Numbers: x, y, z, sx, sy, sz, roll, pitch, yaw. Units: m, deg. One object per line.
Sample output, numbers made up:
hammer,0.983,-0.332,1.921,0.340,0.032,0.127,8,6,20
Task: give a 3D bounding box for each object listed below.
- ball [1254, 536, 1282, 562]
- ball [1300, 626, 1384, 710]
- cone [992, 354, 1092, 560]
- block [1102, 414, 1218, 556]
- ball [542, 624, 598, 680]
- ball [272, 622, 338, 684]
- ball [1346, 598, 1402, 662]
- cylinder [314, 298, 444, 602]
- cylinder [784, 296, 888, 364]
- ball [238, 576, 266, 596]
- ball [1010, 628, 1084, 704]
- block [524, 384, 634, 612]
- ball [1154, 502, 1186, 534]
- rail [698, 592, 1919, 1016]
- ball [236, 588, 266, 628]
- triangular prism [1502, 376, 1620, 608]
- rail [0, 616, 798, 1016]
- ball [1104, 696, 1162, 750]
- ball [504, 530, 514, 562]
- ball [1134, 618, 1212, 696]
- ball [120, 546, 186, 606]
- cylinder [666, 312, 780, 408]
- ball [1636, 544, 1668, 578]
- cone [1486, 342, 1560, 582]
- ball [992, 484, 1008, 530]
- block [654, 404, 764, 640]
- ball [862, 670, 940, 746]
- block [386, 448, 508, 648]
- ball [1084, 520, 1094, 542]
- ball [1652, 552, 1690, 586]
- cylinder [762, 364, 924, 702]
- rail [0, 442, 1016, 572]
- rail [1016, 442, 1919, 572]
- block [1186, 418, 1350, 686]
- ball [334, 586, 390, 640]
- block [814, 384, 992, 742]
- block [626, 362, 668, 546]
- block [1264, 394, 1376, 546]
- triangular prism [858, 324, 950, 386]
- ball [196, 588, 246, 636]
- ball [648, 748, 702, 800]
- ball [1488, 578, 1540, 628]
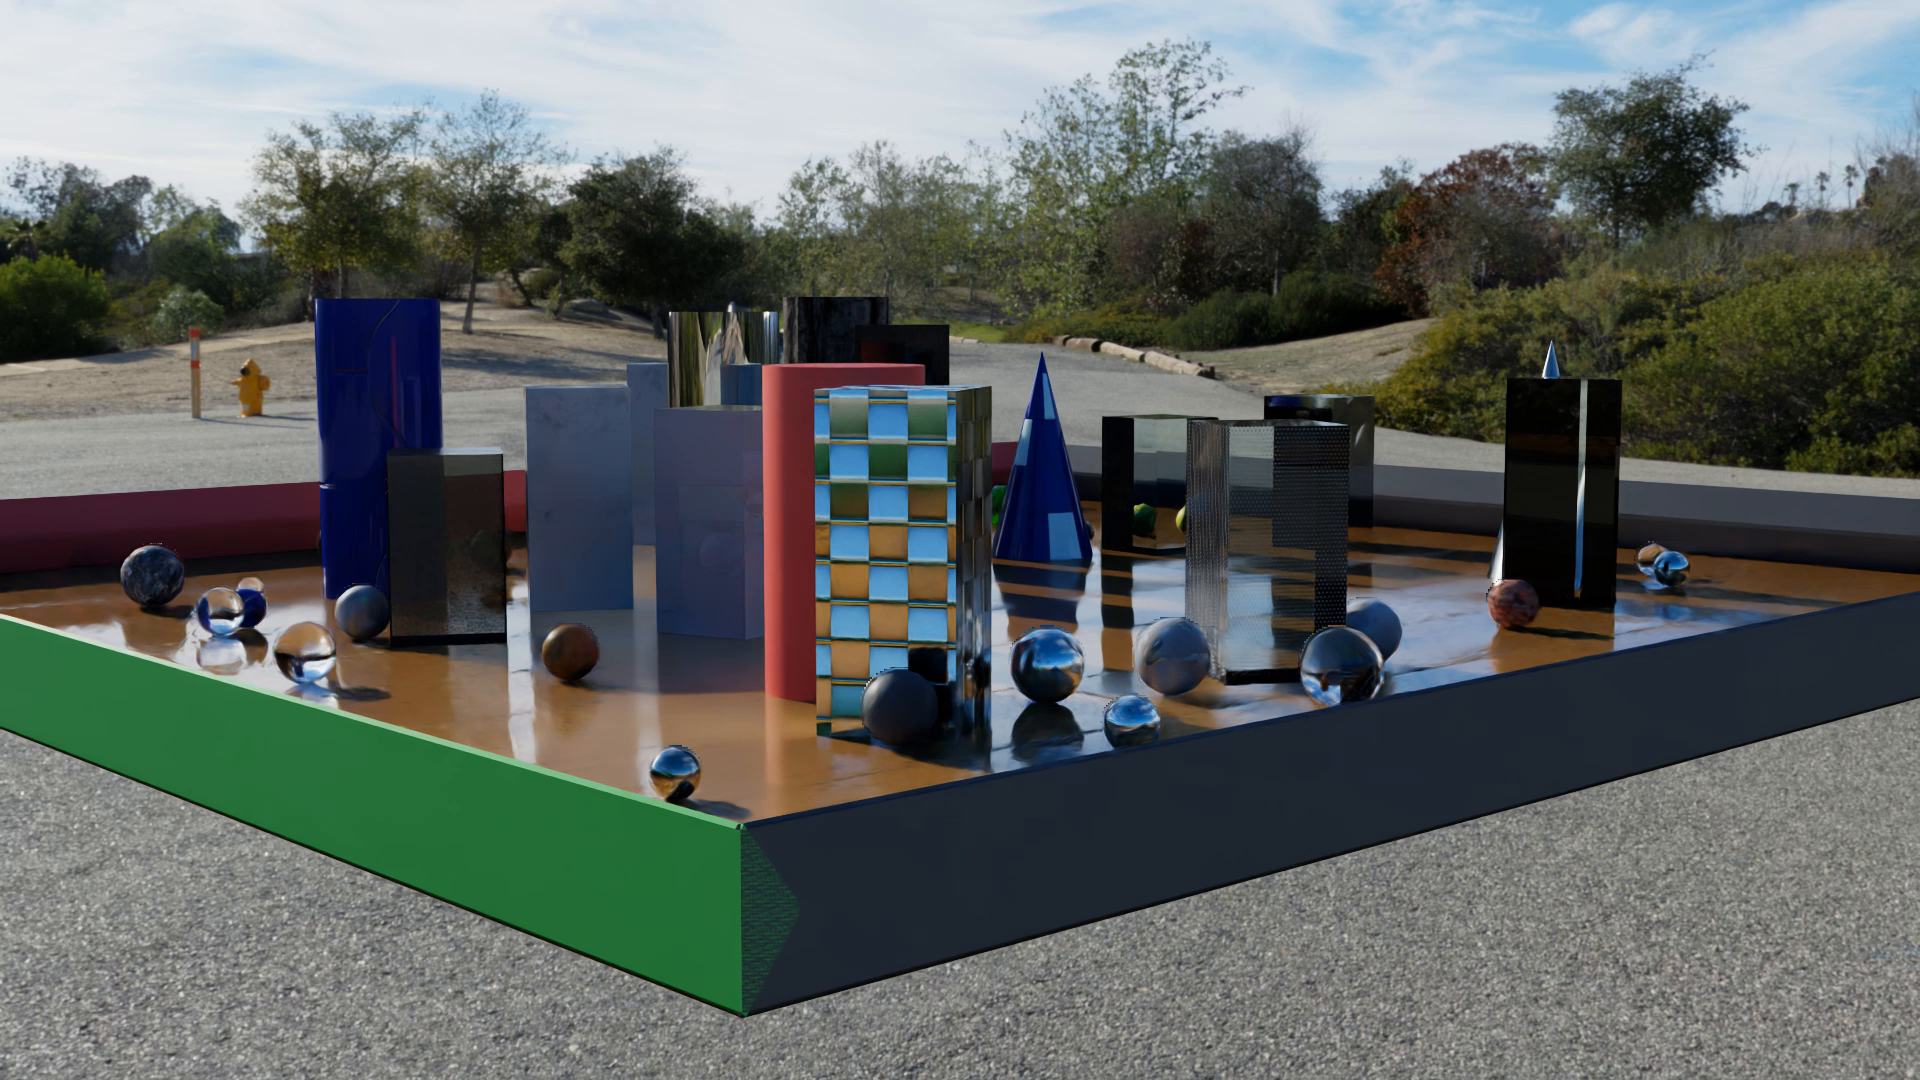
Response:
ball,0.539,0.015,3.856,0.047,0.047,0.047,0,6,0
ball,0.422,0.143,2.432,0.093,0.093,0.093,0,6,0
cone,0.147,-0.157,3.953,0.188,0.369,0.188,0,6,0
block,0.366,-0.104,4.036,0.150,0.245,0.150,-5,8,-37
ball,-0.467,0.135,2.633,0.067,0.067,0.067,0,6,0
ball,-0.777,0.134,2.608,0.074,0.074,0.074,0,6,0
ball,0.508,0.115,2.741,0.083,0.083,0.083,0,6,0
cylinder,-0.896,-0.144,3.405,0.188,0.457,0.188,0,6,0
cylinder,-0.221,-0.203,3.938,0.188,0.462,0.188,0,6,0
ball,-1.071,0.075,3.321,0.040,0.040,0.040,0,6,0
ball,0.098,0.142,2.479,0.085,0.085,0.085,0,6,0
block,-0.573,-0.067,3.297,0.150,0.327,0.150,-1,6,-12
ball,0.413,-0.044,4.338,0.063,0.063,0.063,0,6,0
rail,0.902,0.135,2.360,2.870,0.122,0.045,-6,8,-42
ball,-0.994,0.095,3.062,0.055,0.055,0.055,0,6,0
triangular prism,0.921,-0.078,3.349,0.163,0.339,0.141,2,6,20
rail,-1.037,0.133,2.380,0.045,0.122,2.708,-6,8,-42
ball,0.172,0.185,2.197,0.058,0.058,0.058,0,6,0
ball,-0.800,0.012,3.754,0.075,0.075,0.075,0,6,0
ball,0.245,0.134,2.531,0.088,0.088,0.088,0,6,0
ball,-1.204,0.054,3.279,0.091,0.091,0.091,0,6,0
cylinder,-0.398,-0.166,3.717,0.188,0.437,0.188,0,6,0
ball,1.147,0.034,3.634,0.055,0.055,0.055,0,6,0
cone,0.963,-0.132,3.597,0.188,0.394,0.188,0,6,0
ball,0.088,-0.064,4.380,0.094,0.094,0.094,0,6,0
block,-0.315,-0.029,3.041,0.150,0.307,0.150,4,7,30
ball,-0.060,0.170,2.226,0.078,0.078,0.078,0,6,0
block,-0.692,0.006,2.965,0.150,0.252,0.150,-1,6,-13
ball,0.220,-0.011,4.065,0.054,0.054,0.054,0,6,0
ball,1.137,0.046,3.514,0.057,0.057,0.057,0,6,0
cylinder,-0.134,-0.013,2.553,0.188,0.378,0.188,0,6,0
rail,-0.902,-0.071,4.304,2.870,0.122,0.045,-6,8,-42
rail,1.037,-0.069,4.284,0.045,0.122,2.708,-6,8,-42
block,0.371,0.010,2.672,0.150,0.306,0.150,-1,6,-13
ball,-0.802,0.097,2.956,0.073,0.073,0.073,0,6,0
block,-0.058,0.019,2.328,0.150,0.360,0.150,2,6,15
block,-0.529,-0.165,4.170,0.150,0.339,0.150,2,6,15
block,0.676,-0.133,4.148,0.150,0.279,0.150,5,8,40
triangular prism,-0.121,-0.135,3.518,0.163,0.417,0.141,-3,7,-29
ball,-1.007,0.097,2.993,0.065,0.065,0.065,0,6,0
ball,-0.258,0.212,1.991,0.048,0.048,0.048,0,6,0
ball,0.769,0.088,3.054,0.070,0.070,0.070,0,6,0
